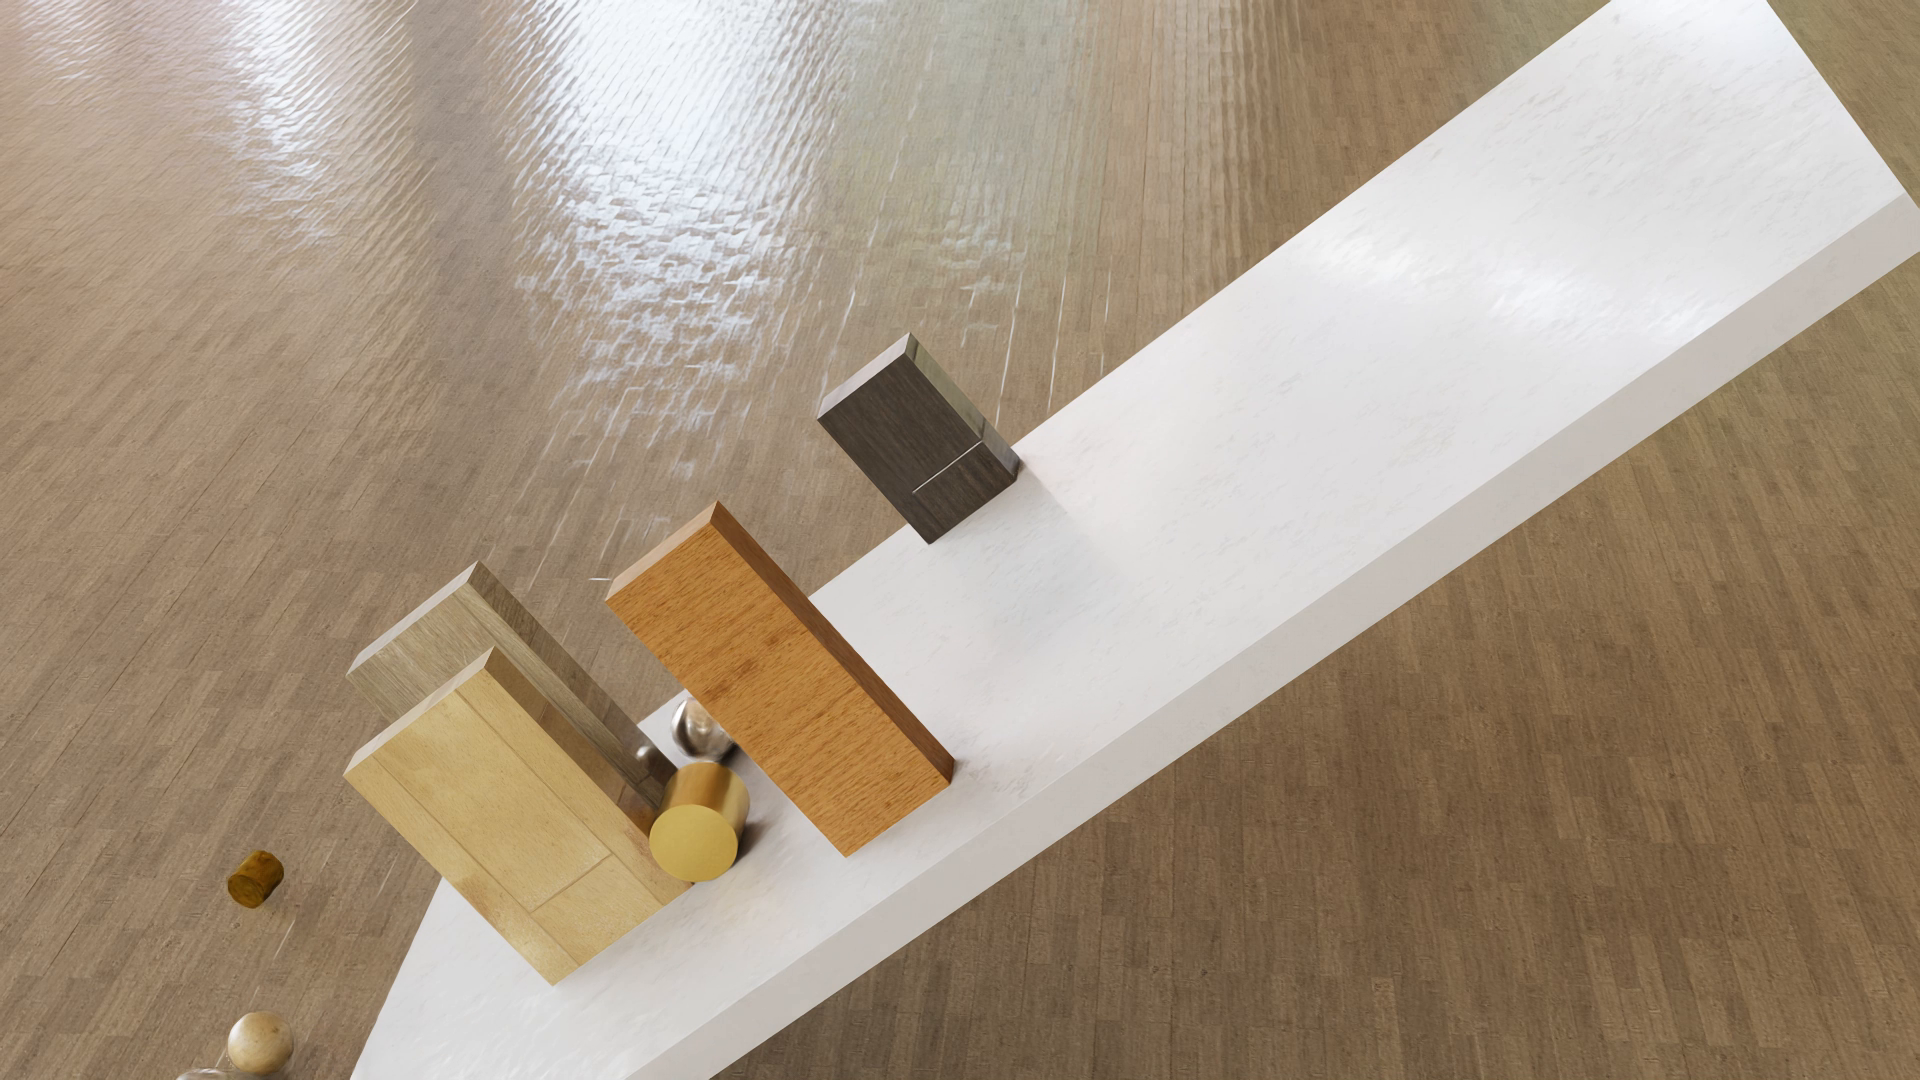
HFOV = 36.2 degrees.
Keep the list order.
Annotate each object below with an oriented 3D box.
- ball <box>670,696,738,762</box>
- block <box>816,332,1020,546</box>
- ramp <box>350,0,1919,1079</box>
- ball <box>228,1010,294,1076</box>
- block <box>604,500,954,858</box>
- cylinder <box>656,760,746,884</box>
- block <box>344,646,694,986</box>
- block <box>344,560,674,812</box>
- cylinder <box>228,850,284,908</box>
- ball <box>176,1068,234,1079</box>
[{"bbox_3d":[-0.593,0.438,6.872,0.165,0.165,0.165,0,24,0],"label":"ball"},{"bbox_3d":[-0.097,-0.242,7.049,0.274,0.415,0.143,-36,16,18],"label":"block"},{"bbox_3d":[0.118,0.187,6.346,4.000,0.100,2.000,-36,16,18],"label":"ramp"},{"bbox_3d":[-1.685,1.214,7.092,0.157,0.157,0.157,0,24,0],"label":"ball"},{"bbox_3d":[-0.344,0.275,5.707,0.271,0.707,0.106,-36,16,18],"label":"block"},{"bbox_3d":[-0.556,0.603,6.299,0.189,0.189,0.189,-3,37,-6],"label":"cylinder"},{"bbox_3d":[-0.940,0.601,6.339,0.420,0.661,0.107,-36,16,18],"label":"block"},{"bbox_3d":[-1.011,0.443,6.789,0.390,0.737,0.120,-36,16,18],"label":"block"},{"bbox_3d":[-1.870,0.901,7.814,0.109,0.109,0.109,8,31,17],"label":"cylinder"},{"bbox_3d":[-1.749,1.322,6.800,0.198,0.198,0.198,0,24,0],"label":"ball"}]
